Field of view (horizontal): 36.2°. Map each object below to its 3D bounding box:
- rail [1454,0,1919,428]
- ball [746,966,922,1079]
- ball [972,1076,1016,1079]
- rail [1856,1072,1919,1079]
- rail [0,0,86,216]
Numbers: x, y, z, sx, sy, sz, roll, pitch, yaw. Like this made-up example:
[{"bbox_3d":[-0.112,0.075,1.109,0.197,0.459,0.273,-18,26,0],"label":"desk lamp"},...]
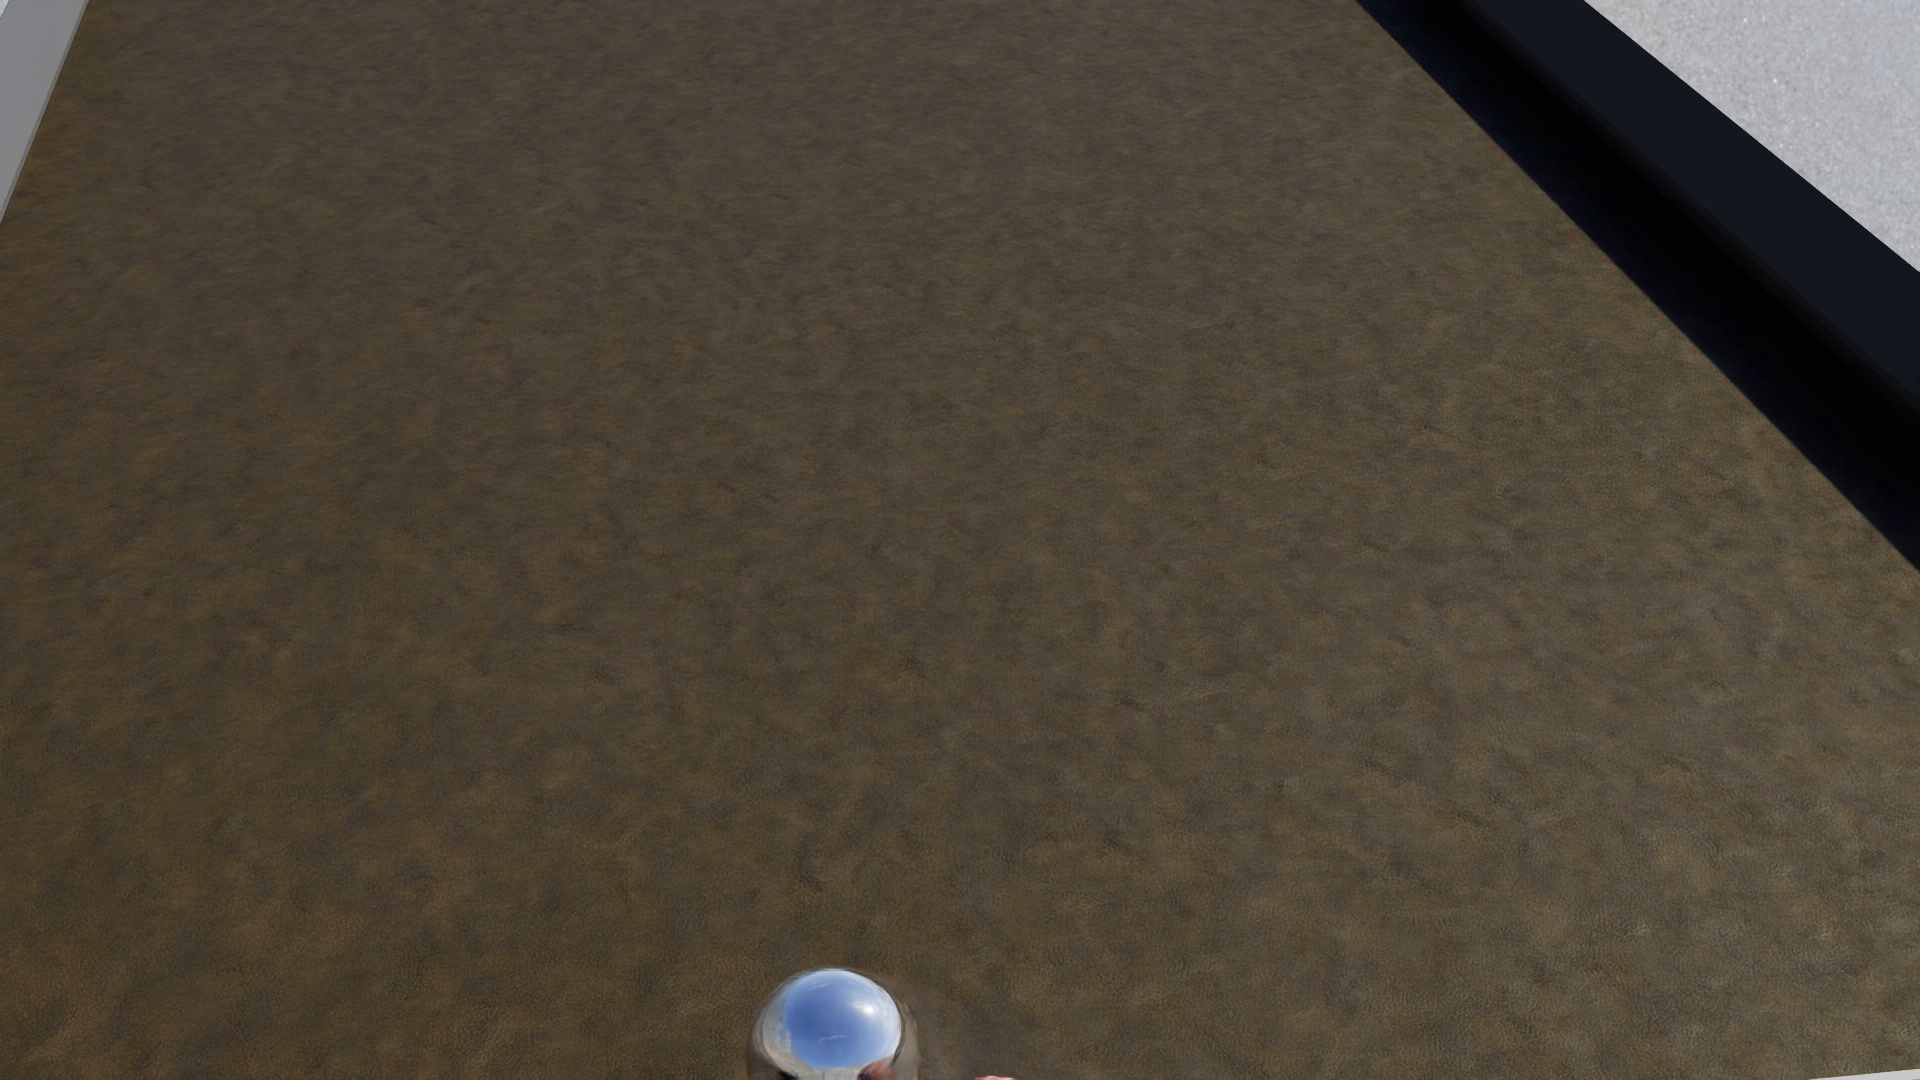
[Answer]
[{"bbox_3d":[0.593,-0.386,2.651,0.045,0.109,2.920,-4,27,-8],"label":"rail"},{"bbox_3d":[-0.060,0.246,1.404,0.084,0.084,0.084,0,26,0],"label":"ball"},{"bbox_3d":[0.015,0.283,1.336,0.078,0.078,0.078,0,26,0],"label":"ball"},{"bbox_3d":[0.108,0.292,1.282,1.473,0.109,0.045,-4,27,-8],"label":"rail"},{"bbox_3d":[-0.816,-0.290,2.456,0.045,0.109,2.920,-4,27,-8],"label":"rail"}]
